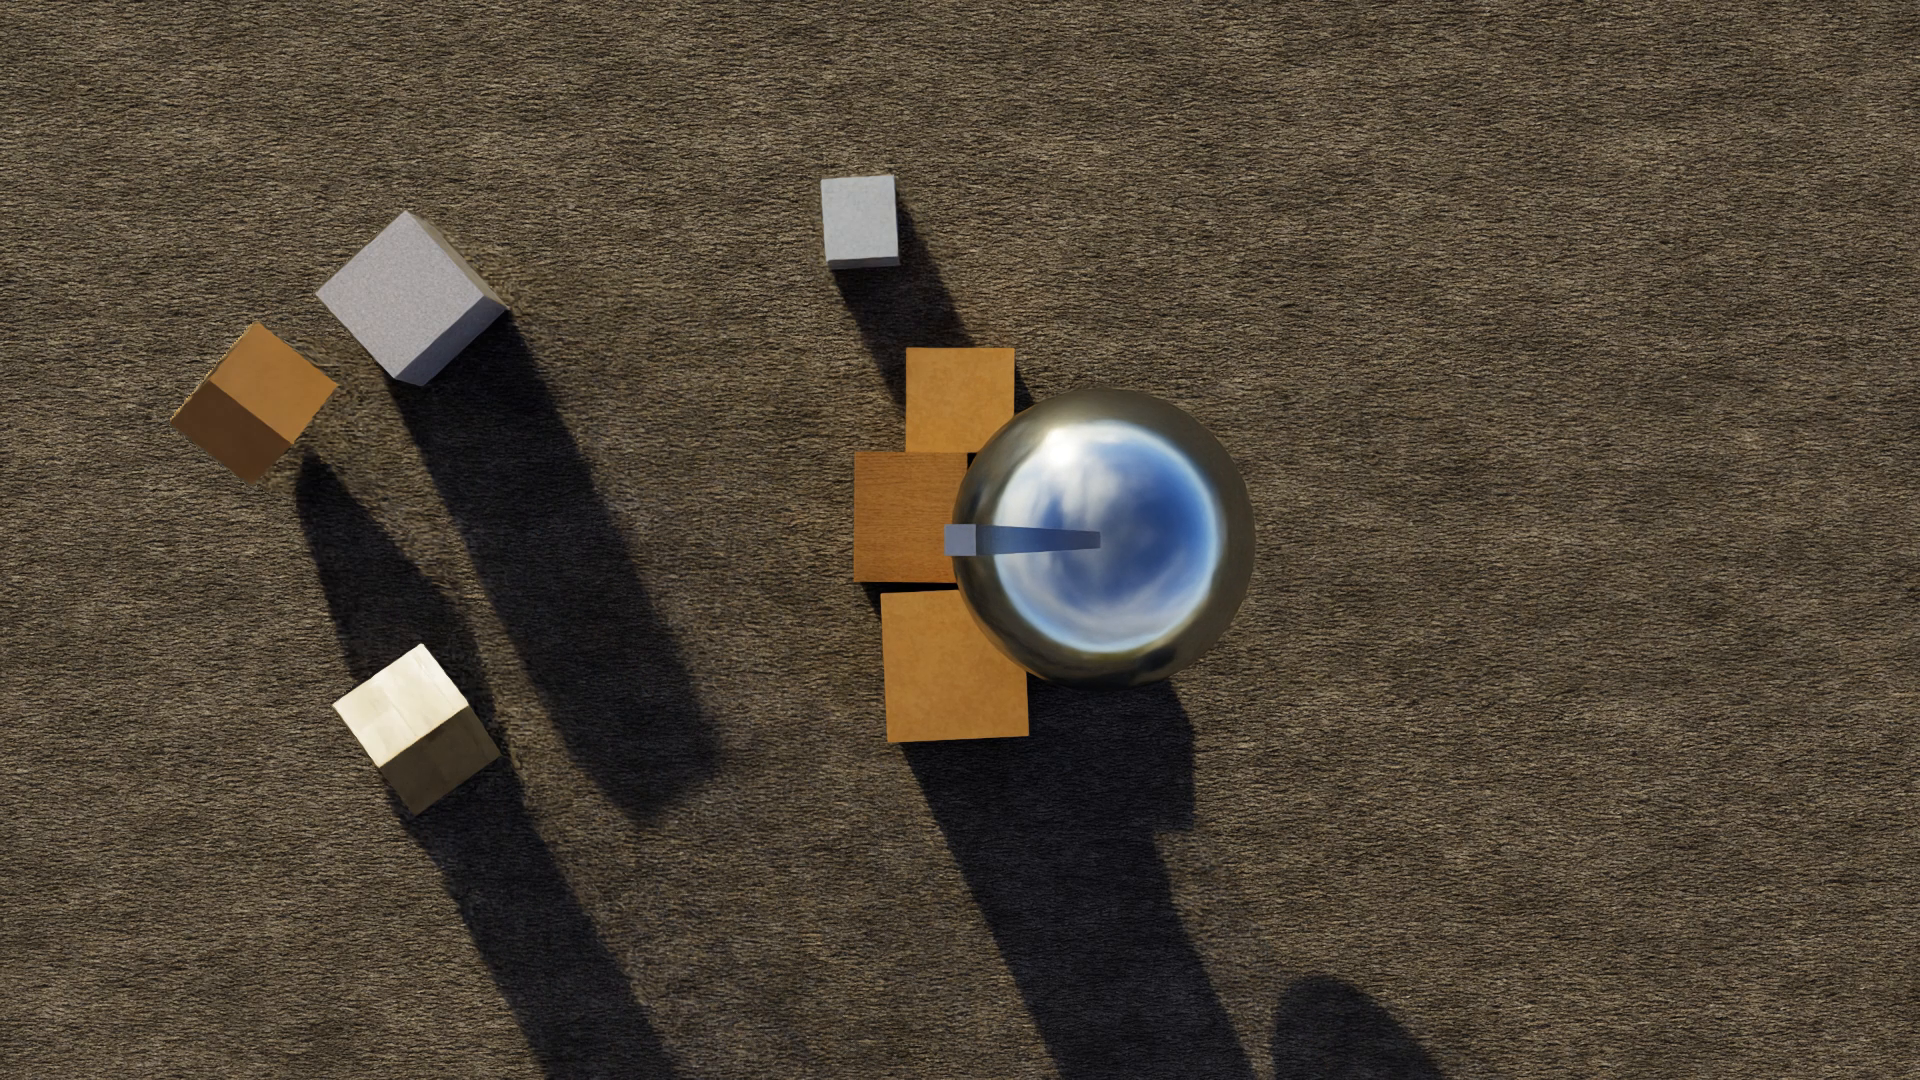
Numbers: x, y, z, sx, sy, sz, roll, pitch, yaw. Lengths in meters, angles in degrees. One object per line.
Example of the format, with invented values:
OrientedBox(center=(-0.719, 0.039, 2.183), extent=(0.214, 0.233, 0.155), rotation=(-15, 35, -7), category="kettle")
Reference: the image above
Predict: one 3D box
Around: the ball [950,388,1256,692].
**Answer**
OrientedBox(center=(0.745, 0.000, 11.529), extent=(1.600, 1.600, 1.600), rotation=(0, 90, 0), category="ball")

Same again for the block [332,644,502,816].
OrientedBox(center=(-3.080, 1.079, 12.503), extent=(0.594, 0.570, 0.551), rotation=(-36, 57, -15), category="block")

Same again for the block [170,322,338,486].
OrientedBox(center=(-4.018, -0.775, 12.529), extent=(0.563, 0.546, 0.519), rotation=(41, 132, -18), category="block")

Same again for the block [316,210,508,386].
OrientedBox(center=(-3.143, -1.378, 12.664), extent=(0.690, 0.671, 0.650), rotation=(-43, 90, 0), category="block")

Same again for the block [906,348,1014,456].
OrientedBox(center=(0.000, -0.791, 12.718), extent=(0.612, 0.564, 0.593), rotation=(0, 90, 0), category="block")

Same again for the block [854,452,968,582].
OrientedBox(center=(-0.279, -0.129, 12.686), extent=(0.632, 0.628, 0.733), rotation=(1, 90, 0), category="block")

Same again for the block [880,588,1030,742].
OrientedBox(center=(-0.028, 0.692, 12.585), extent=(0.785, 0.831, 0.823), rotation=(-3, 90, 0), category="block")

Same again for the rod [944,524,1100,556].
OrientedBox(center=(0.323, 0.000, 8.155), extent=(0.080, 5.200, 0.080), rotation=(0, 90, 7), category="rod")

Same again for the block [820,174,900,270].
OrientedBox(center=(-0.574, -1.842, 12.785), extent=(0.417, 0.430, 0.466), rotation=(-3, 90, 0), category="block")
